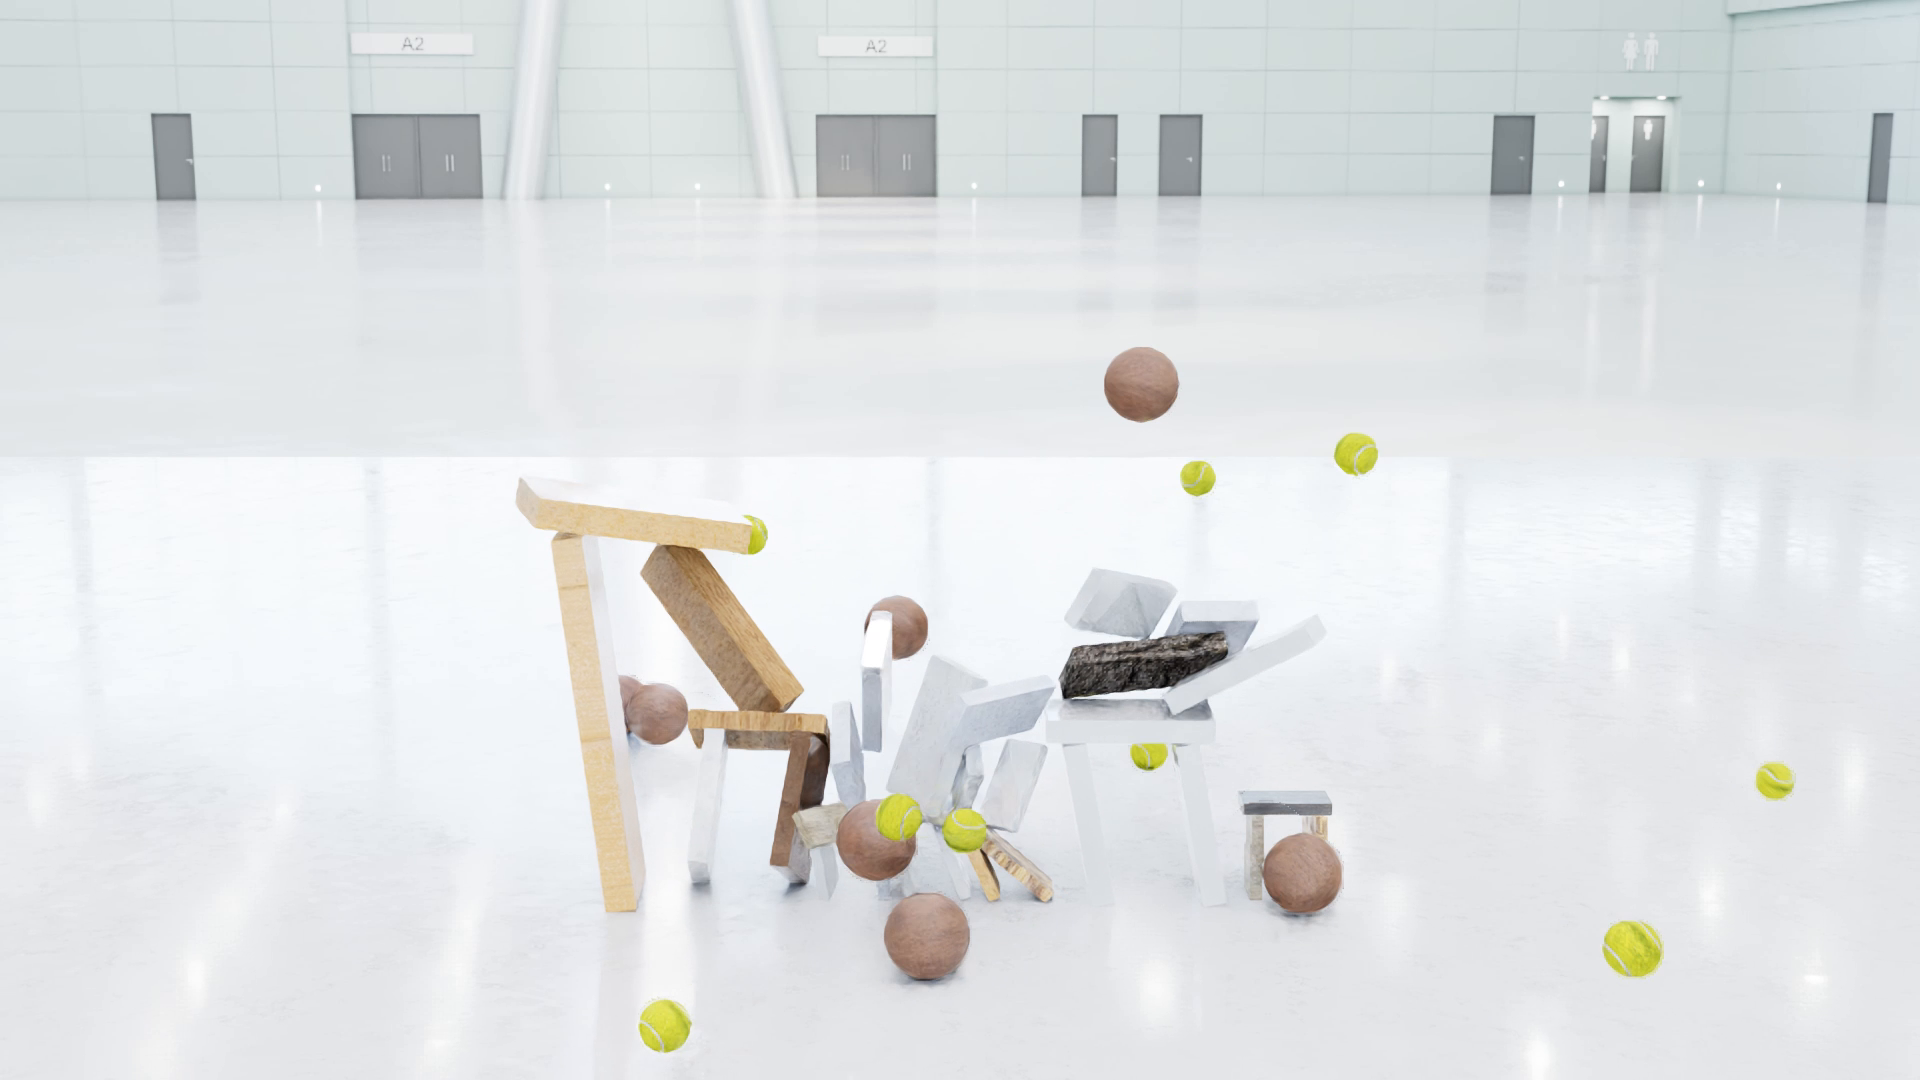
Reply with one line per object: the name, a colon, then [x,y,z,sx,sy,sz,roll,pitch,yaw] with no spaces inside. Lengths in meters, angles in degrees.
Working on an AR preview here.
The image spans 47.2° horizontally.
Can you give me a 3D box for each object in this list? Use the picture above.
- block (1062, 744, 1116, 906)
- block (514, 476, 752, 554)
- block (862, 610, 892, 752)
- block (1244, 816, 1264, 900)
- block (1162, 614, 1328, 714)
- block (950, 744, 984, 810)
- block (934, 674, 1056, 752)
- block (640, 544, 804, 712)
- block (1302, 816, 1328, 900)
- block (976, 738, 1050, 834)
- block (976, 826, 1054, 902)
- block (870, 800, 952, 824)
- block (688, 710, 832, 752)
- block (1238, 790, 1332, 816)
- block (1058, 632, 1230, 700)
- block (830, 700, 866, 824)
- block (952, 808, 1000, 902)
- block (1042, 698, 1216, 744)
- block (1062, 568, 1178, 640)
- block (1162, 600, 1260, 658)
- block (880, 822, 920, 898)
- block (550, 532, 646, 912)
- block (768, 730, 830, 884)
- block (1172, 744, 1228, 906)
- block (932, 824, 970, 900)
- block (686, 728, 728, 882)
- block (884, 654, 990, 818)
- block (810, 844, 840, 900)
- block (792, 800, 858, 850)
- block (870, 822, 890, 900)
block: [0.211,0.453,3.648,0.039,0.274,0.137,-11,10,2]
block: [-0.536,-0.042,3.605,0.353,0.050,0.176,7,11,-23]
block: [-0.143,0.246,3.795,0.034,0.241,0.121,7,49,4]
block: [0.489,0.518,3.659,0.021,0.146,0.073,0,11,0]
block: [0.464,0.201,3.573,0.259,0.037,0.130,-28,-2,19]
block: [0.002,0.337,3.662,0.029,0.101,0.203,3,49,-15]
block: [0.058,0.279,3.558,0.203,0.101,0.029,-9,46,-43]
block: [-0.414,0.158,3.801,0.050,0.353,0.176,-34,-6,-28]
block: [0.590,0.517,3.664,0.021,0.146,0.073,-2,11,-7]
block: [0.085,0.398,3.568,0.075,0.149,0.021,4,-26,41]
block: [0.091,0.535,3.651,0.149,0.021,0.075,41,7,-8]
block: [-0.080,0.451,3.648,0.131,0.019,0.066,1,11,2]
block: [-0.343,0.329,3.776,0.233,0.033,0.117,2,-22,2]
block: [0.538,0.436,3.644,0.146,0.021,0.073,0,11,0]
block: [0.305,0.209,3.661,0.259,0.037,0.130,-5,-27,-12]
block: [-0.195,0.387,3.844,0.034,0.121,0.251,-12,20,1]
block: [0.027,0.519,3.653,0.021,0.149,0.075,-24,10,4]
block: [0.276,0.298,3.619,0.275,0.039,0.137,0,11,0]
block: [0.264,0.105,3.598,0.202,0.101,0.029,11,25,-48]
block: [0.410,0.176,3.724,0.130,0.037,0.259,-1,-27,-9]
block: [-0.098,0.524,3.664,0.019,0.131,0.066,-18,7,7]
block: [-0.590,0.285,3.609,0.050,0.619,0.176,-7,11,-1]
block: [-0.268,0.451,3.710,0.033,0.233,0.117,3,-21,15]
block: [0.394,0.453,3.648,0.039,0.275,0.137,-10,10,2]
block: [-0.013,0.526,3.657,0.019,0.131,0.066,-20,10,3]
block: [-0.426,0.449,3.720,0.033,0.233,0.117,5,-25,0]
block: [-0.039,0.322,3.620,0.034,0.241,0.121,15,6,-39]
block: [-0.224,0.528,3.631,0.017,0.122,0.061,1,30,15]
block: [-0.220,0.466,3.595,0.017,0.061,0.122,-34,-15,29]
block: [-0.132,0.530,3.653,0.017,0.122,0.061,-6,10,1]
